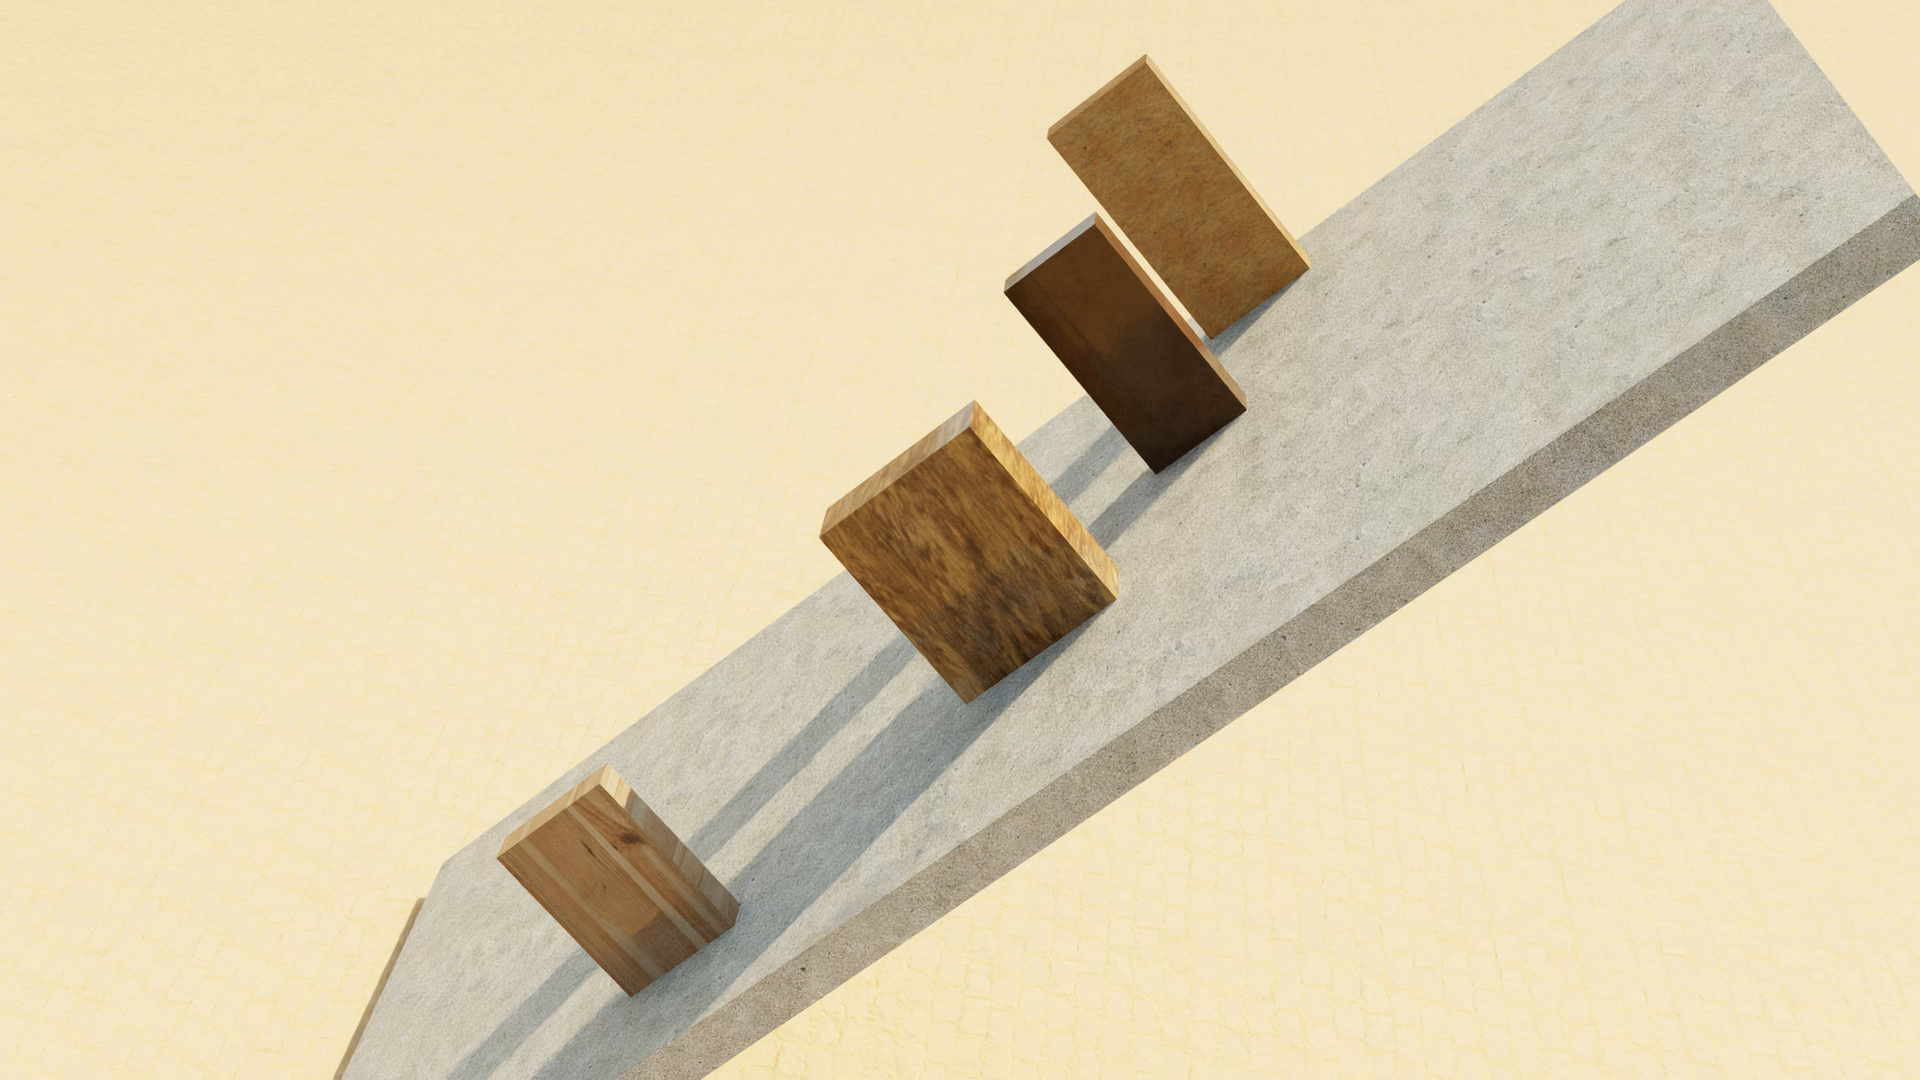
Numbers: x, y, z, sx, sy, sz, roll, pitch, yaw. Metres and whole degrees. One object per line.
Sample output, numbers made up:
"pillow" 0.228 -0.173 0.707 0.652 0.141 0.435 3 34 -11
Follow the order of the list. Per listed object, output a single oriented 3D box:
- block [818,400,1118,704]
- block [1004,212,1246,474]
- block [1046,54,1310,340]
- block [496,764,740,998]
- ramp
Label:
"block" 0.021 0.027 5.944 0.390 0.468 0.150 -36 16 18
"block" 0.354 -0.416 6.260 0.245 0.523 0.090 -36 16 18
"block" 0.502 -0.783 6.738 0.284 0.612 0.085 -36 16 18
"block" -0.687 0.689 5.933 0.282 0.406 0.087 -36 16 18
"ramp" 0.121 0.185 6.340 4.000 0.100 2.000 -36 16 18
